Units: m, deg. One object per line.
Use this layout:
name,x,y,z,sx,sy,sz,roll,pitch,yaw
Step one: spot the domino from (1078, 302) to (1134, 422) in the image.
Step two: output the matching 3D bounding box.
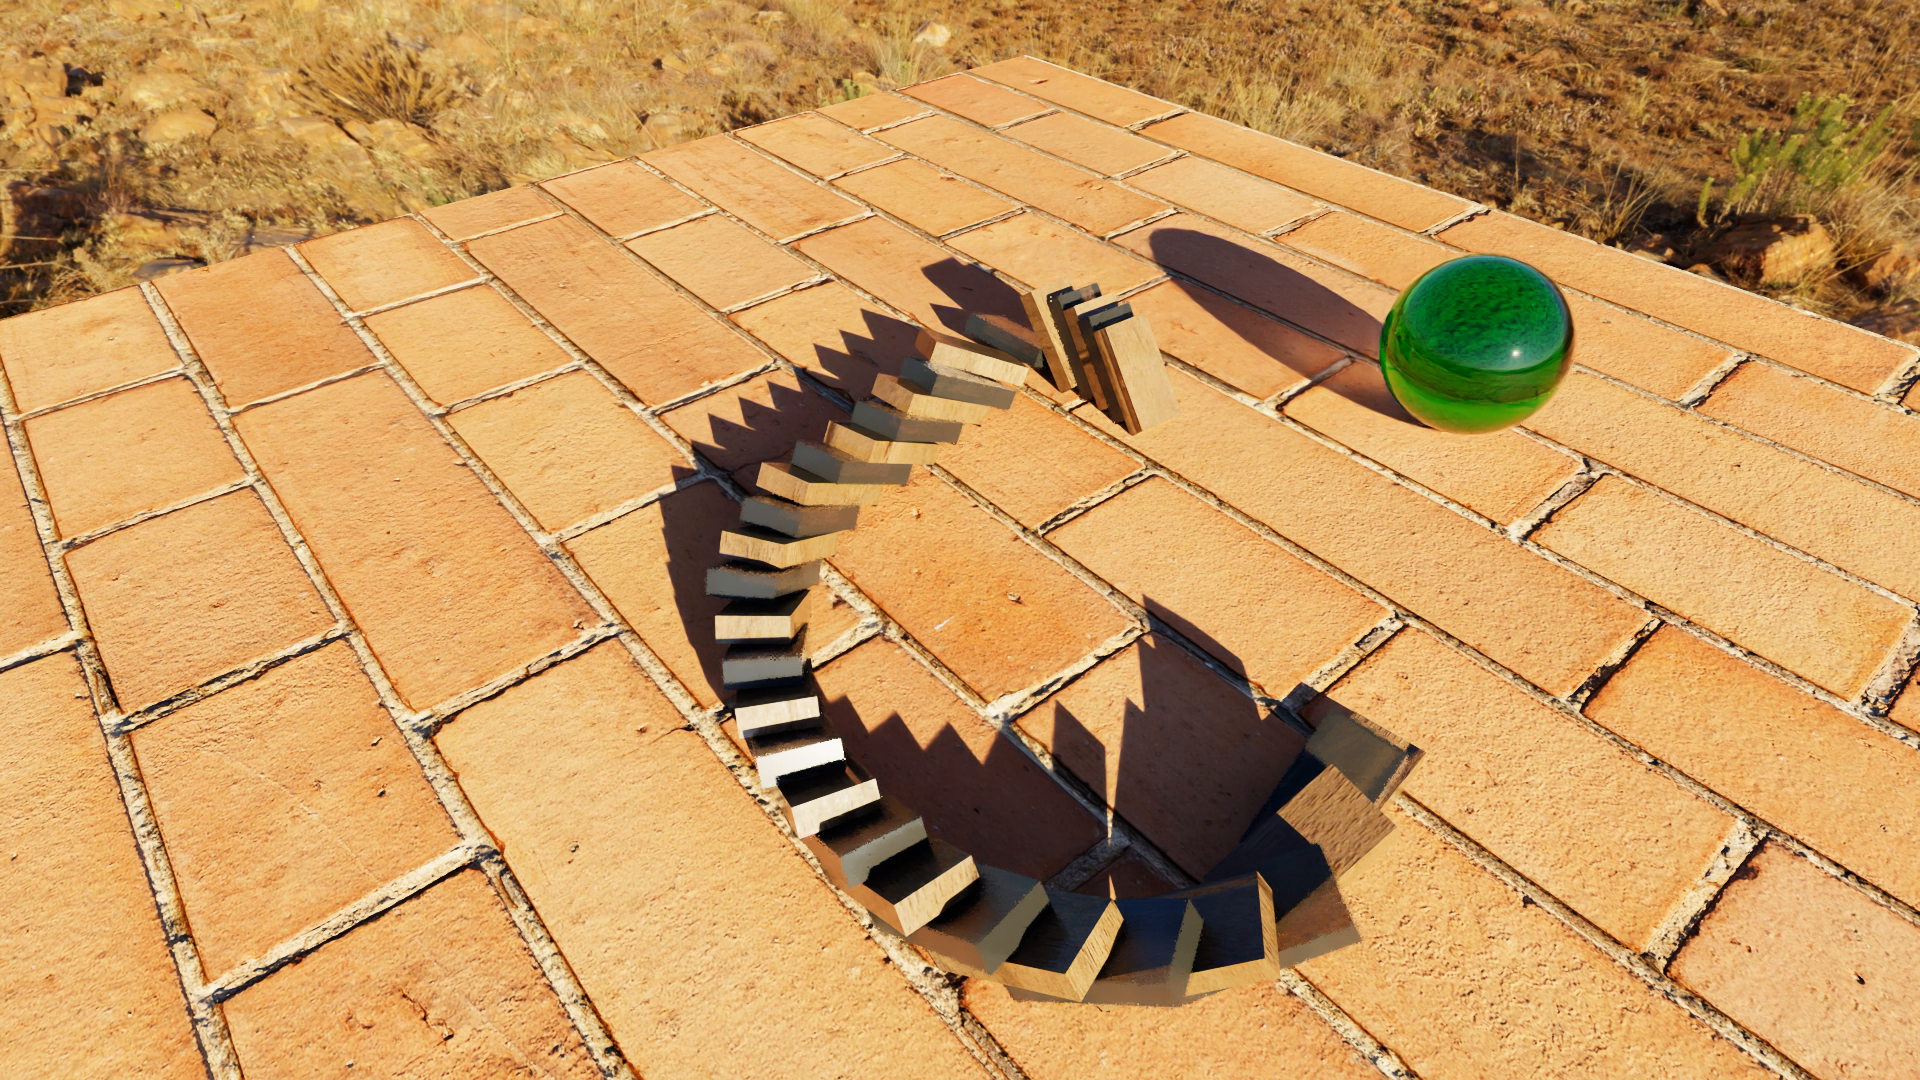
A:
domino,0.076,-0.083,0.517,0.025,0.050,0.010,-25,8,-27

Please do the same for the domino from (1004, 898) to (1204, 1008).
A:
domino,0.037,0.109,0.291,0.050,0.010,0.025,-15,28,36

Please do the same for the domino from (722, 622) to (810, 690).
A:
domino,-0.065,0.039,0.376,0.025,0.009,0.050,-4,8,-5

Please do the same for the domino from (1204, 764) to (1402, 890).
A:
domino,0.097,0.091,0.314,0.050,0.010,0.025,-41,49,-1

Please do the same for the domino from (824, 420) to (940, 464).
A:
domino,-0.033,-0.042,0.475,0.025,0.009,0.050,25,15,28

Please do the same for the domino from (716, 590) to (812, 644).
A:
domino,-0.069,0.027,0.391,0.025,0.009,0.050,0,8,0

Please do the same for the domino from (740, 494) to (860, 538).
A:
domino,-0.063,-0.011,0.437,0.025,0.009,0.050,16,11,19

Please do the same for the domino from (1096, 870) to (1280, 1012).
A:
domino,0.058,0.107,0.292,0.050,0.010,0.025,-23,32,26

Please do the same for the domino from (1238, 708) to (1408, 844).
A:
domino,0.109,0.078,0.328,0.025,0.009,0.050,32,81,33

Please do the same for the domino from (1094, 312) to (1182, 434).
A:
domino,0.082,-0.077,0.509,0.025,0.050,0.009,-25,8,-27

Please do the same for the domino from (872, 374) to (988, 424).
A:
domino,-0.013,-0.064,0.503,0.025,0.010,0.050,34,21,37

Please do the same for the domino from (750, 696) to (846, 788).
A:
domino,-0.053,0.063,0.347,0.025,0.010,0.050,-11,10,-13

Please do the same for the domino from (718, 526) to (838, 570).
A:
domino,-0.069,0.001,0.422,0.025,0.009,0.050,12,9,15

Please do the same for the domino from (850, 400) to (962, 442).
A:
domino,-0.023,-0.052,0.489,0.025,0.010,0.050,25,16,28

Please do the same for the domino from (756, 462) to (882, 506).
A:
domino,-0.057,-0.023,0.452,0.025,0.010,0.050,24,14,28

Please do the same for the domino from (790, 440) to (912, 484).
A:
domino,-0.045,-0.032,0.463,0.025,0.010,0.050,25,14,28

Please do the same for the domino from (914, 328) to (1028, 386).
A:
domino,0.006,-0.089,0.532,0.050,0.009,0.025,11,21,-26

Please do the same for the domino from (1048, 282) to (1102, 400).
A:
domino,0.063,-0.096,0.533,0.025,0.050,0.010,-24,8,-27

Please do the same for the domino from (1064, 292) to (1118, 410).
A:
domino,0.070,-0.090,0.525,0.025,0.050,0.009,-25,8,-27

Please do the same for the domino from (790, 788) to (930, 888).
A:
domino,-0.031,0.084,0.322,0.025,0.009,0.050,-21,12,-24

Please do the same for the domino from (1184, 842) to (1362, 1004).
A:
domino,0.079,0.104,0.299,0.050,0.010,0.025,-26,38,13

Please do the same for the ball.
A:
ball,0.231,-0.087,0.494,0.080,0.080,0.080,0,39,0

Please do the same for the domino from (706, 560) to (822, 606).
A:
domino,-0.072,0.013,0.407,0.025,0.009,0.050,8,8,10

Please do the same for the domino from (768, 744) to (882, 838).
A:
domino,-0.043,0.074,0.334,0.025,0.010,0.050,-16,11,-18

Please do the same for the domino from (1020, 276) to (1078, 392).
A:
domino,0.051,-0.101,0.538,0.025,0.050,0.009,-29,9,-31

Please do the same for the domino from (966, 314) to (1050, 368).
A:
domino,0.029,-0.102,0.560,0.025,0.009,0.050,-7,33,-47

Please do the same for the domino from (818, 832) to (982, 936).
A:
domino,-0.018,0.093,0.311,0.025,0.010,0.050,-26,14,-28

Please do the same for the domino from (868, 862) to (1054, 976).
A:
domino,-0.001,0.100,0.301,0.025,0.010,0.050,-35,19,-35

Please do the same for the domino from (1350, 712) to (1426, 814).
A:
domino,0.123,0.078,0.349,0.025,0.010,0.050,31,49,32

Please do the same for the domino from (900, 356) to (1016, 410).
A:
domino,-0.001,-0.073,0.513,0.050,0.010,0.025,5,23,-43

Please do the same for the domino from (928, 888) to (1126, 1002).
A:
domino,0.017,0.106,0.294,0.050,0.010,0.025,-9,26,44

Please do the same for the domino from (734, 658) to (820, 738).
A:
domino,-0.060,0.051,0.362,0.025,0.010,0.050,-8,9,-9
